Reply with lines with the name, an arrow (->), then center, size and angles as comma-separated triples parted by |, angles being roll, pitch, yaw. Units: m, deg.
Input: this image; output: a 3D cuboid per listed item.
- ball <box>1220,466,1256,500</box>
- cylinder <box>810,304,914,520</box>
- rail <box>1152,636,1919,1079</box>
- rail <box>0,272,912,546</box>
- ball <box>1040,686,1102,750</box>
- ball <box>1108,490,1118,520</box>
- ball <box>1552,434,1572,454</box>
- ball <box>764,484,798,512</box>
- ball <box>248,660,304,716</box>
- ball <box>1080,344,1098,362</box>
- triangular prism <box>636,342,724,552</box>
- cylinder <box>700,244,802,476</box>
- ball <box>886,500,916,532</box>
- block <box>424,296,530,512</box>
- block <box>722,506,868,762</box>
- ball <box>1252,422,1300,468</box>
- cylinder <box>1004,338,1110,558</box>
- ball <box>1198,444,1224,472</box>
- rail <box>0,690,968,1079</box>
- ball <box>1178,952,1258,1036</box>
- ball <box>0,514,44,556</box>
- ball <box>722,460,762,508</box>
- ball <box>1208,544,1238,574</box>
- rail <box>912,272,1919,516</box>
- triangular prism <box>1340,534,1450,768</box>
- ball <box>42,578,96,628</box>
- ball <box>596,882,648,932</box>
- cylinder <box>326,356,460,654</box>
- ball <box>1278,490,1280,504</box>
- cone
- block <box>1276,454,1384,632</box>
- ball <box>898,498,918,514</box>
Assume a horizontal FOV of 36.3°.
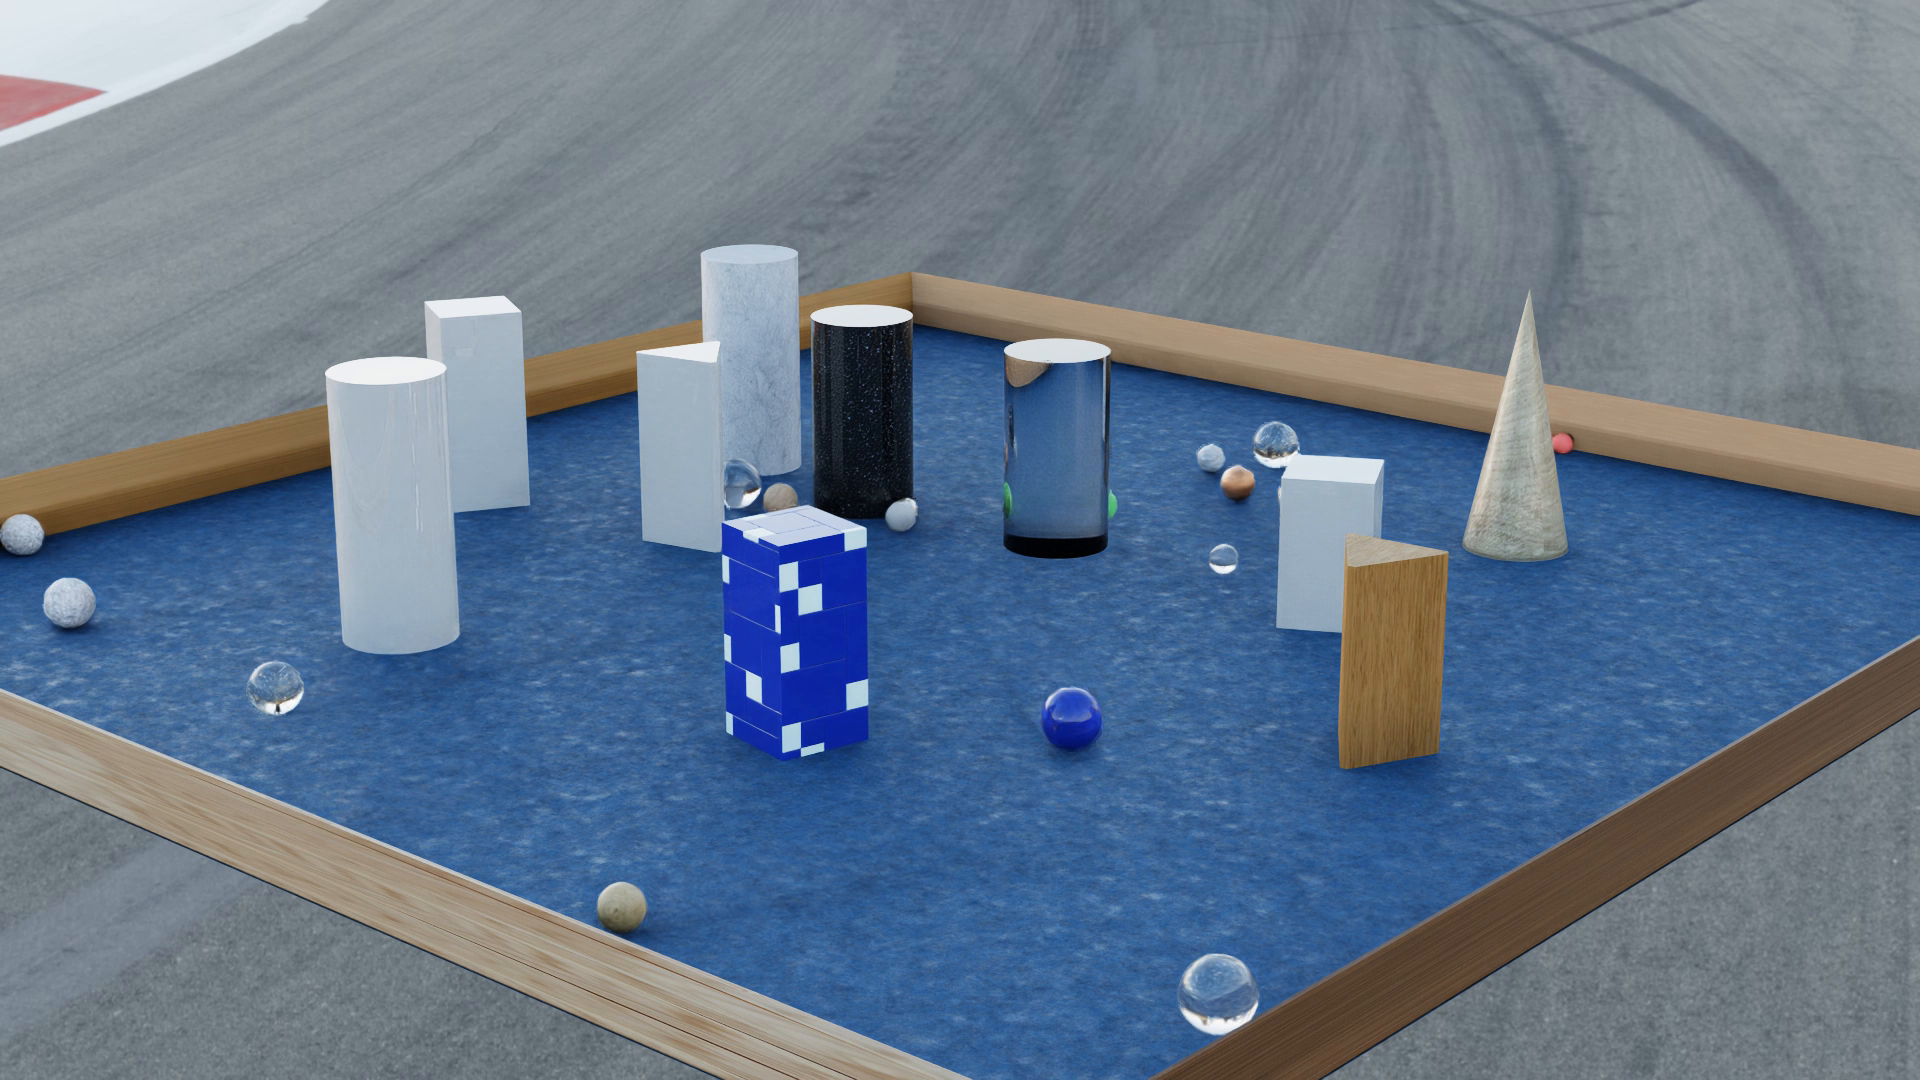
ball -> 0.539, -0.109, 5.693 | 0.067, 0.067, 0.067 | 0, 17, 0
cylinder -> -0.186, -0.247, 5.616 | 0.194, 0.374, 0.194 | 0, 17, 0
rail -> 1.128, 0.315, 4.182 | 0.045, 0.126, 3.133 | 14, 22, 39
rail -> -1.128, -0.251, 6.058 | 0.045, 0.126, 3.133 | 14, 22, 39
ball -> 0.167, 0.267, 4.399 | 0.094, 0.094, 0.094 | 0, 17, 0
ball -> 0.262, -0.067, 5.547 | 0.070, 0.070, 0.070 | 0, 17, 0
ball -> 1.239, -0.199, 6.033 | 0.042, 0.042, 0.042 | 0, 17, 0
ball -> -0.341, -0.075, 5.579 | 0.067, 0.067, 0.067 | 0, 17, 0
ball -> -1.060, 0.229, 4.541 | 0.084, 0.084, 0.084 | 0, 17, 0
ball -> 0.299, -0.434, 6.815 | 0.041, 0.041, 0.041 | 0, 17, 0
triangular prism -> -0.482, -0.179, 5.421 | 0.168, 0.357, 0.146 | 9, 19, 27
cylinder -> -0.419, -0.362, 5.896 | 0.194, 0.433, 0.194 | 0, 17, 0
ball -> -0.111, -0.045, 5.495 | 0.057, 0.057, 0.057 | 0, 17, 0
block -> -0.932, -0.263, 5.658 | 0.155, 0.382, 0.155 | -6, 18, -20
block -> -0.247, 0.138, 4.412 | 0.155, 0.334, 0.155 | -12, 21, -35
ball -> 0.638, -0.191, 5.918 | 0.093, 0.093, 0.093 | 0, 17, 0
cylinder -> 0.177, -0.169, 5.373 | 0.194, 0.366, 0.194 | 0, 17, 0
ball -> 0.505, -0.164, 5.894 | 0.056, 0.056, 0.056 | 0, 17, 0
rail -> -1.011, 0.368, 4.005 | 3.036, 0.126, 0.045 | 14, 22, 39
ball -> 0.307, 0.540, 3.488 | 0.097, 0.097, 0.097 | 0, 17, 0
ball -> -1.711, -0.009, 5.345 | 0.076, 0.076, 0.076 | 0, 17, 0
ball -> -0.430, -0.108, 5.640 | 0.095, 0.095, 0.095 | 0, 17, 0
ball -> 0.471, 0.034, 5.241 | 0.053, 0.053, 0.053 | 0, 17, 0
rail -> 1.011, -0.305, 6.236 | 3.036, 0.126, 0.045 | 14, 22, 39
triangular prism -> 0.612, 0.159, 4.379 | 0.168, 0.313, 0.146 | -7, 18, -23
ball -> -1.503, 0.106, 4.949 | 0.085, 0.085, 0.085 | 0, 17, 0
ball -> -0.435, 0.472, 3.770 | 0.065, 0.065, 0.065 | 0, 17, 0
cylinder -> -0.937, -0.058, 4.850 | 0.194, 0.456, 0.194 | 0, 17, 0
ball -> 0.641, -0.083, 5.606 | 0.068, 0.068, 0.068 | 0, 17, 0
cone -> 1.024, -0.220, 5.339 | 0.194, 0.484, 0.194 | 0, 17, 0
block -> 0.628, 0.006, 4.971 | 0.155, 0.263, 0.155 | 4, 17, 13
ball -> -0.103, -0.057, 5.555 | 0.046, 0.046, 0.046 | 0, 17, 0
